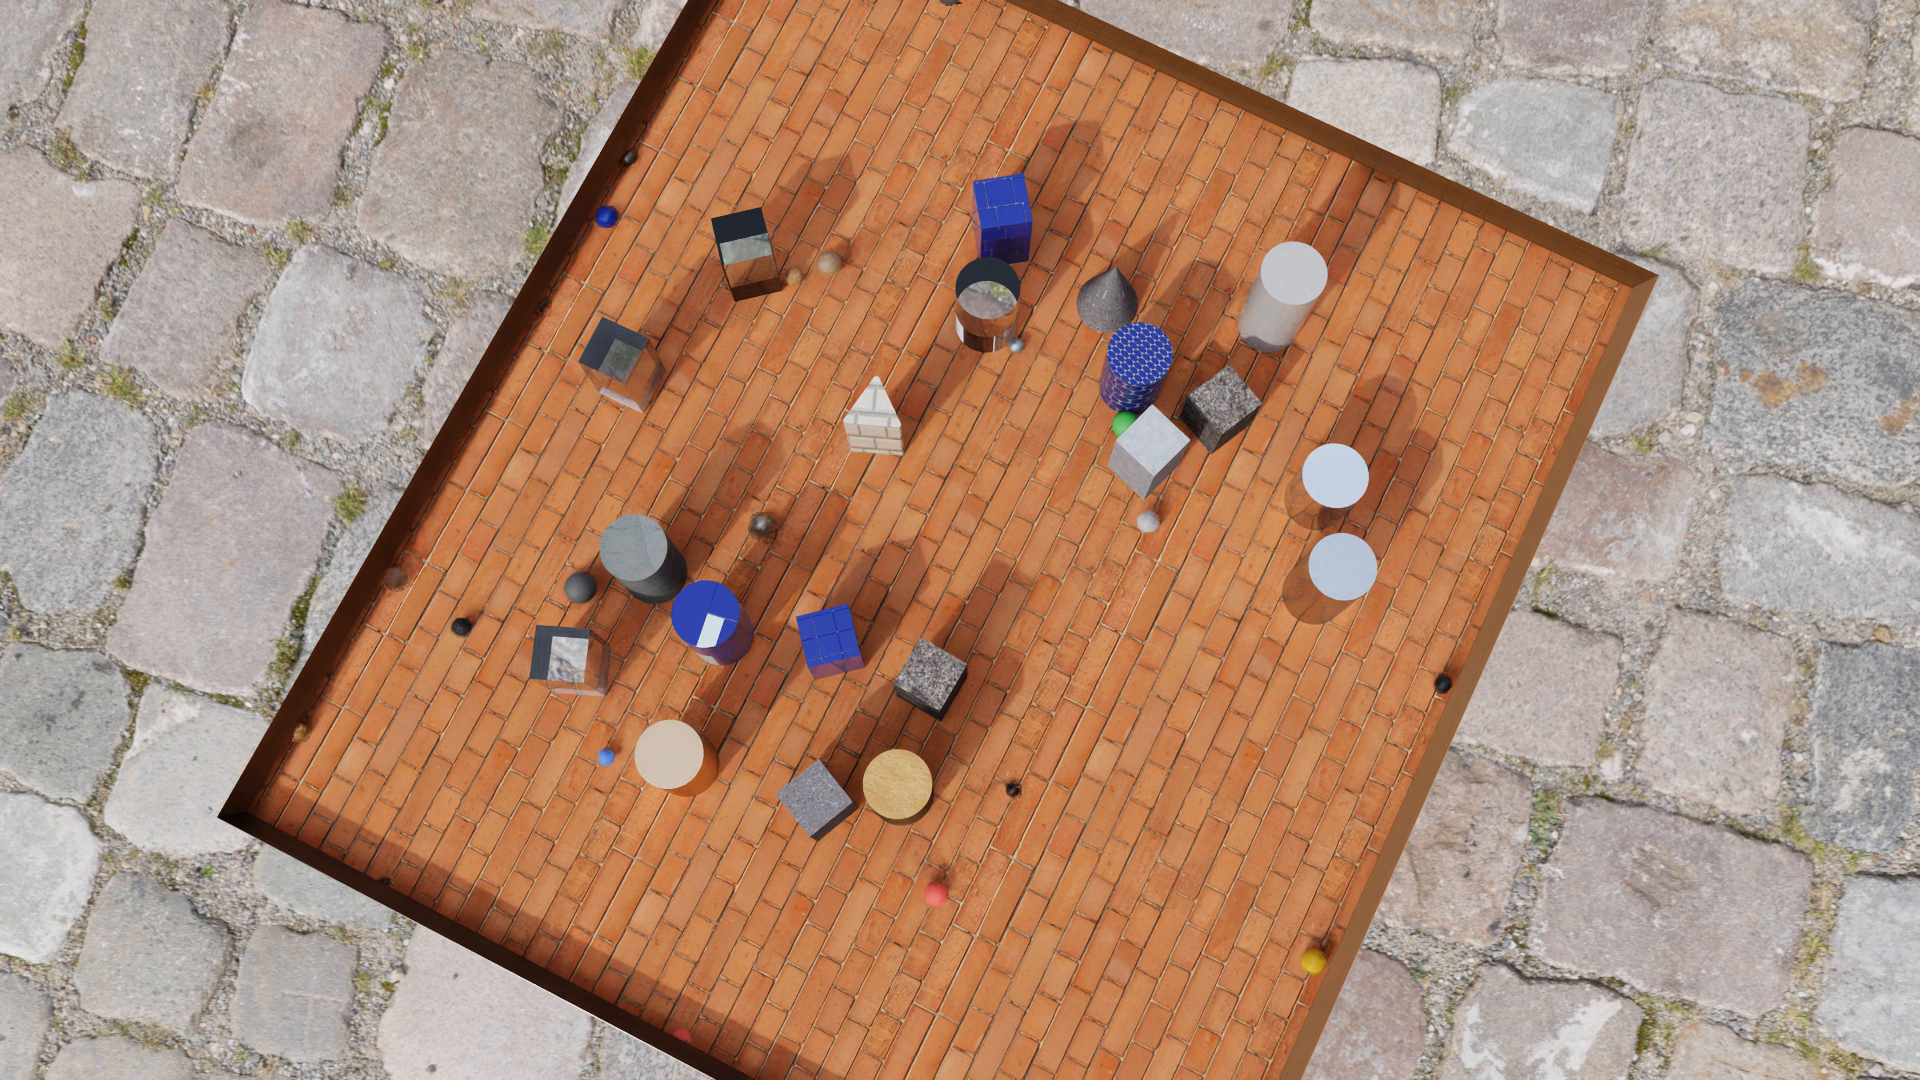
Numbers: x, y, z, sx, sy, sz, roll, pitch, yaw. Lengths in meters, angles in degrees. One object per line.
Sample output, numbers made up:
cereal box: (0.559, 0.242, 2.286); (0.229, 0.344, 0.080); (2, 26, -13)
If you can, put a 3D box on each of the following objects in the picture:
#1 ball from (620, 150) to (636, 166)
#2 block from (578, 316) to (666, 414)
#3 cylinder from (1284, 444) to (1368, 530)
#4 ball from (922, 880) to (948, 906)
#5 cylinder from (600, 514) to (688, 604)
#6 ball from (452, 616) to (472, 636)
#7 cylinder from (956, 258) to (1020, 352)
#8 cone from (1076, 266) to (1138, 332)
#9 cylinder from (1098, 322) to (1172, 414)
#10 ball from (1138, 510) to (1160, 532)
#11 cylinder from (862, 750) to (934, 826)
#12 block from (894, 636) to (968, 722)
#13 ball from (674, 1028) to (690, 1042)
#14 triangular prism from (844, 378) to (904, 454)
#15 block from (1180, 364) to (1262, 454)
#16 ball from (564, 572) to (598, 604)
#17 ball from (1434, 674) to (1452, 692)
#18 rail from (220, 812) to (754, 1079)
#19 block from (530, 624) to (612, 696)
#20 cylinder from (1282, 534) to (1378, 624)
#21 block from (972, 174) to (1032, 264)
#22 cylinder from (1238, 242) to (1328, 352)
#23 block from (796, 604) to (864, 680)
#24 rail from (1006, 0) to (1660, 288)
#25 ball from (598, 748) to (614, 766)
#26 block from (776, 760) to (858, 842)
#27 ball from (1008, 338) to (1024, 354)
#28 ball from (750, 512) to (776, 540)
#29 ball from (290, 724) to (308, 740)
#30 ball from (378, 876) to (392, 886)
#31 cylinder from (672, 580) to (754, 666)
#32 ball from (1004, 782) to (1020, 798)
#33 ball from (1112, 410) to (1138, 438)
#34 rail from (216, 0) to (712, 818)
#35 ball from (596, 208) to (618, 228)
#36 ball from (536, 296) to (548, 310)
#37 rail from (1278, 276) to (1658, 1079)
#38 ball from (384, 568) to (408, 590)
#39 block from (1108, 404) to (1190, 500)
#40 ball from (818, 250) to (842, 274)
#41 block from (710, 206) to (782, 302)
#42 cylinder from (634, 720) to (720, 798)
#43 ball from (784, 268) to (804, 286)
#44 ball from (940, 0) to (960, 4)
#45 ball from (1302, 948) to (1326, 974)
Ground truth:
ball: (-1.056, -1.220, 5.843); (0.051, 0.051, 0.051); (0, 78, 0)
block: (-1.022, -0.527, 5.559); (0.155, 0.325, 0.155); (25, 79, 5)
cylinder: (1.094, -0.156, 5.490); (0.194, 0.312, 0.194); (0, 78, 0)
ball: (-0.074, 1.035, 5.366); (0.071, 0.071, 0.071); (0, 78, 0)
cylinder: (-0.929, 0.061, 5.405); (0.194, 0.390, 0.194); (0, 78, 0)
ball: (-1.506, 0.261, 5.533); (0.057, 0.057, 0.057); (0, 78, 0)
cylinder: (0.082, -0.714, 5.597); (0.194, 0.328, 0.194); (0, 78, 0)
cone: (0.464, -0.778, 5.605); (0.194, 0.338, 0.194); (0, 78, 0)
cylinder: (0.530, -0.515, 5.555); (0.194, 0.330, 0.194); (0, 78, 0)
ball: (0.576, -0.057, 5.593); (0.069, 0.069, 0.069); (0, 78, 0)
cylinder: (-0.174, 0.717, 5.284); (0.194, 0.361, 0.194); (0, 78, 0)
block: (-0.084, 0.412, 5.379); (0.155, 0.299, 0.155); (30, 80, 6)
ball: (-0.806, 1.435, 5.296); (0.047, 0.047, 0.047); (0, 78, 0)
triangular prism: (-0.251, -0.376, 5.526); (0.168, 0.330, 0.145); (5, 78, 1)
block: (0.791, -0.395, 5.574); (0.155, 0.242, 0.155); (-37, 81, -7)
ball: (-1.146, 0.143, 5.537); (0.097, 0.097, 0.097); (0, 78, 0)
ball: (1.451, 0.430, 5.501); (0.053, 0.053, 0.053); (0, 78, 0)
rail: (-0.753, 1.482, 5.245); (3.122, 0.126, 0.045); (26, 80, 5)
block: (-1.138, 0.357, 5.373); (0.155, 0.333, 0.155); (4, 78, 1)
cylinder: (1.078, 0.119, 5.370); (0.194, 0.434, 0.194); (0, 78, 0)
block: (0.127, -0.979, 5.646); (0.155, 0.338, 0.155); (-9, 78, -2)
cylinder: (0.969, -0.728, 5.536); (0.194, 0.453, 0.194); (0, 78, 0)
block: (-0.381, 0.303, 5.418); (0.155, 0.265, 0.155); (-14, 79, -3)
rail: (0.753, -1.468, 5.855); (3.122, 0.126, 0.045); (26, 80, 5)
ball: (-1.055, 0.646, 5.458); (0.050, 0.050, 0.050); (0, 78, 0)
block: (-0.410, 0.756, 5.303); (0.155, 0.307, 0.155); (-39, 81, -7)
ball: (0.176, -0.607, 5.718); (0.048, 0.048, 0.048); (0, 78, 0)
ball: (-0.599, -0.043, 5.585); (0.080, 0.080, 0.080); (0, 78, 0)
ball: (-1.973, 0.574, 5.472); (0.050, 0.050, 0.050); (0, 78, 0)
ball: (-1.693, 1.010, 5.387); (0.041, 0.041, 0.041); (0, 78, 0)
cylinder: (-0.721, 0.247, 5.373); (0.194, 0.377, 0.194); (0, 78, 0)
ball: (0.155, 0.742, 5.440); (0.044, 0.044, 0.044); (0, 78, 0)
ball: (0.512, -0.354, 5.645); (0.087, 0.087, 0.087); (0, 78, 0)
rail: (-1.375, -0.666, 5.689); (0.045, 0.126, 3.415); (26, 80, 5)
ball: (-1.118, -1.017, 5.793); (0.066, 0.066, 0.066); (0, 78, 0)
ball: (-1.311, -0.743, 5.750); (0.040, 0.040, 0.040); (0, 78, 0)
rail: (1.375, 0.680, 5.411); (0.045, 0.126, 3.415); (26, 80, 5)
ball: (-1.709, 0.116, 5.557); (0.069, 0.069, 0.069); (0, 78, 0)
block: (0.565, -0.261, 5.514); (0.155, 0.307, 0.155); (44, 82, 8)
ball: (-0.410, -0.872, 5.758); (0.076, 0.076, 0.076); (0, 78, 0)
block: (-0.653, -0.874, 5.632); (0.155, 0.323, 0.155); (-13, 79, -3)
cylinder: (-0.816, 0.636, 5.308); (0.194, 0.347, 0.194); (0, 78, 0)
ball: (-0.522, -0.828, 5.758); (0.058, 0.058, 0.058); (0, 78, 0)
ball: (-0.033, -1.780, 5.940); (0.088, 0.088, 0.088); (0, 78, 0)
ball: (1.030, 1.222, 5.327); (0.071, 0.071, 0.071); (0, 78, 0)
